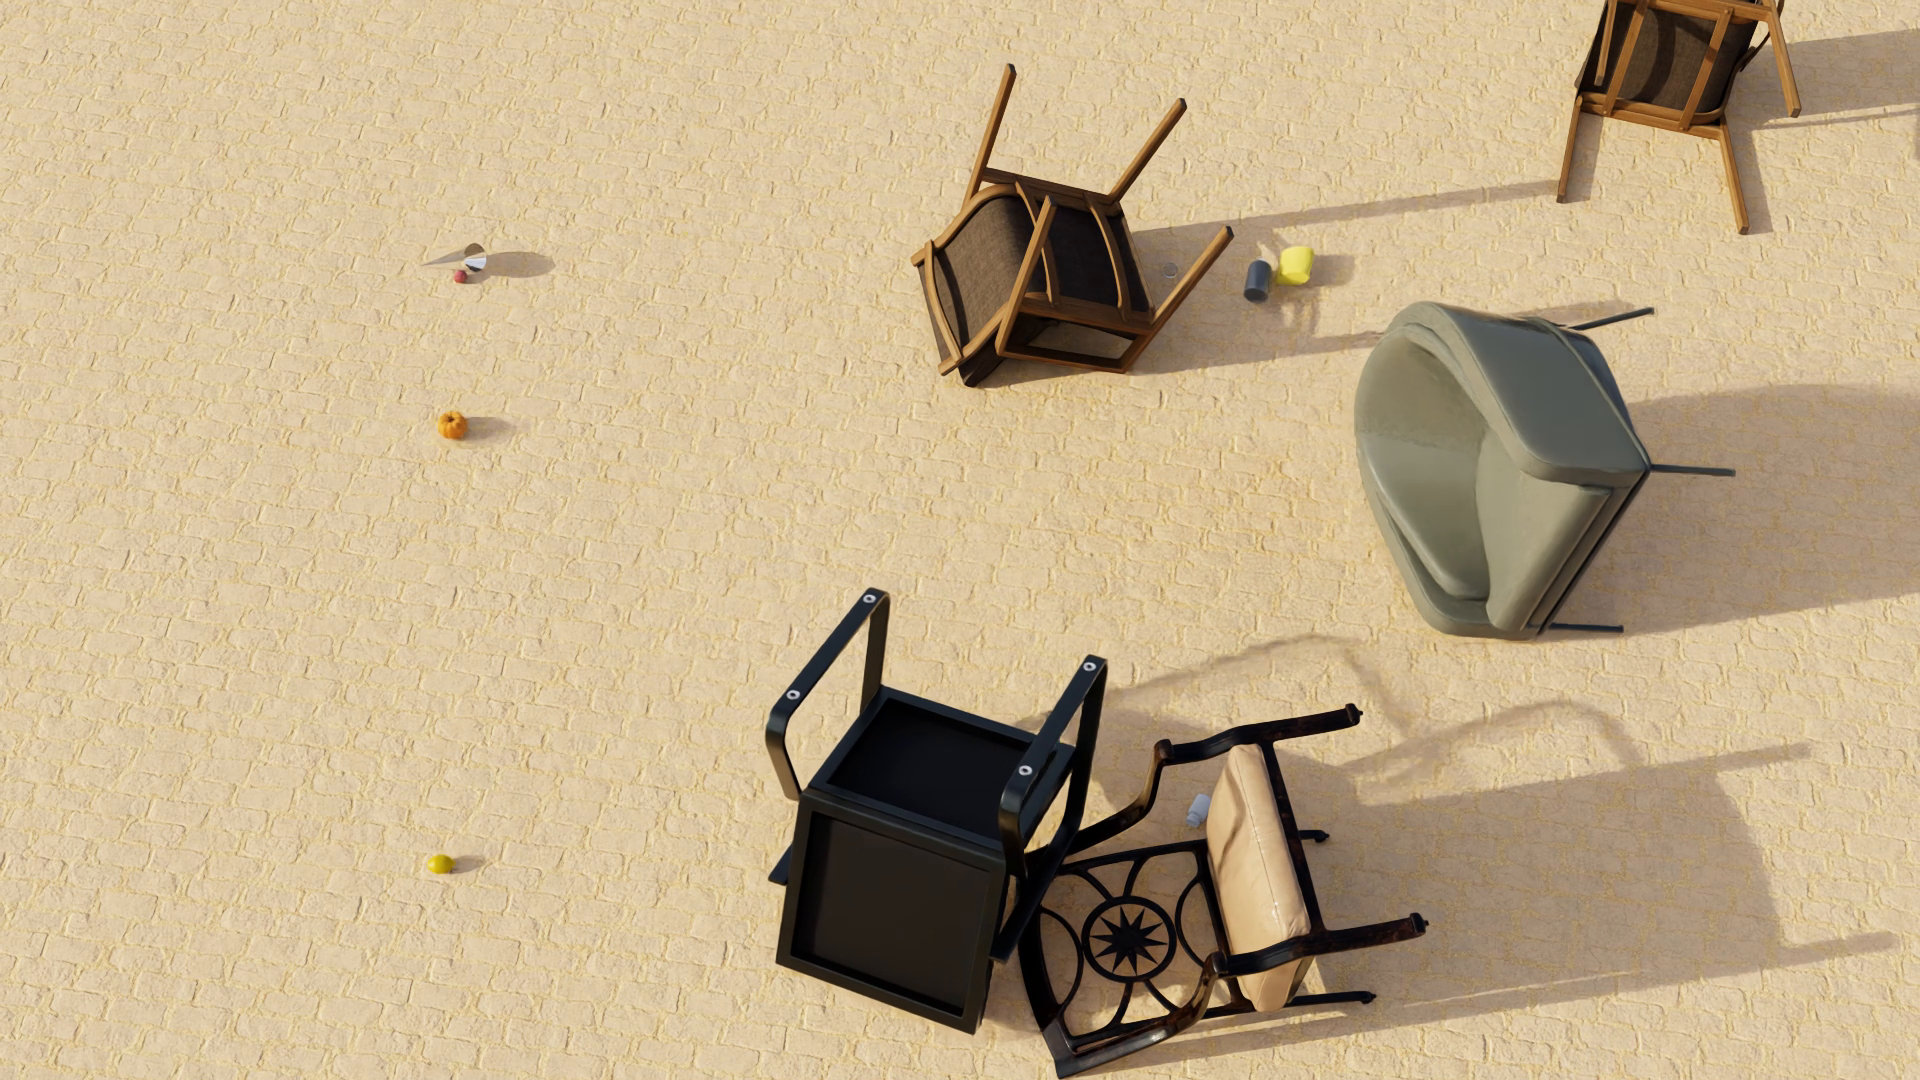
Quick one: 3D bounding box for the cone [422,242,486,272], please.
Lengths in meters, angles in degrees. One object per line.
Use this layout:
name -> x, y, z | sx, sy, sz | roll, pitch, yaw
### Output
cone -> -1.666, -0.904, 7.145 | 0.202, 0.092, 0.152 | -6, 13, 16

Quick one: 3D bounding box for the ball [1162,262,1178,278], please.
ball -> 0.682, -0.875, 7.131 | 0.050, 0.050, 0.050 | 0, 56, 0

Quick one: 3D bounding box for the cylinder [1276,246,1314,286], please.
cylinder -> 1.087, -0.888, 7.126 | 0.111, 0.058, 0.116 | -5, 51, 30
